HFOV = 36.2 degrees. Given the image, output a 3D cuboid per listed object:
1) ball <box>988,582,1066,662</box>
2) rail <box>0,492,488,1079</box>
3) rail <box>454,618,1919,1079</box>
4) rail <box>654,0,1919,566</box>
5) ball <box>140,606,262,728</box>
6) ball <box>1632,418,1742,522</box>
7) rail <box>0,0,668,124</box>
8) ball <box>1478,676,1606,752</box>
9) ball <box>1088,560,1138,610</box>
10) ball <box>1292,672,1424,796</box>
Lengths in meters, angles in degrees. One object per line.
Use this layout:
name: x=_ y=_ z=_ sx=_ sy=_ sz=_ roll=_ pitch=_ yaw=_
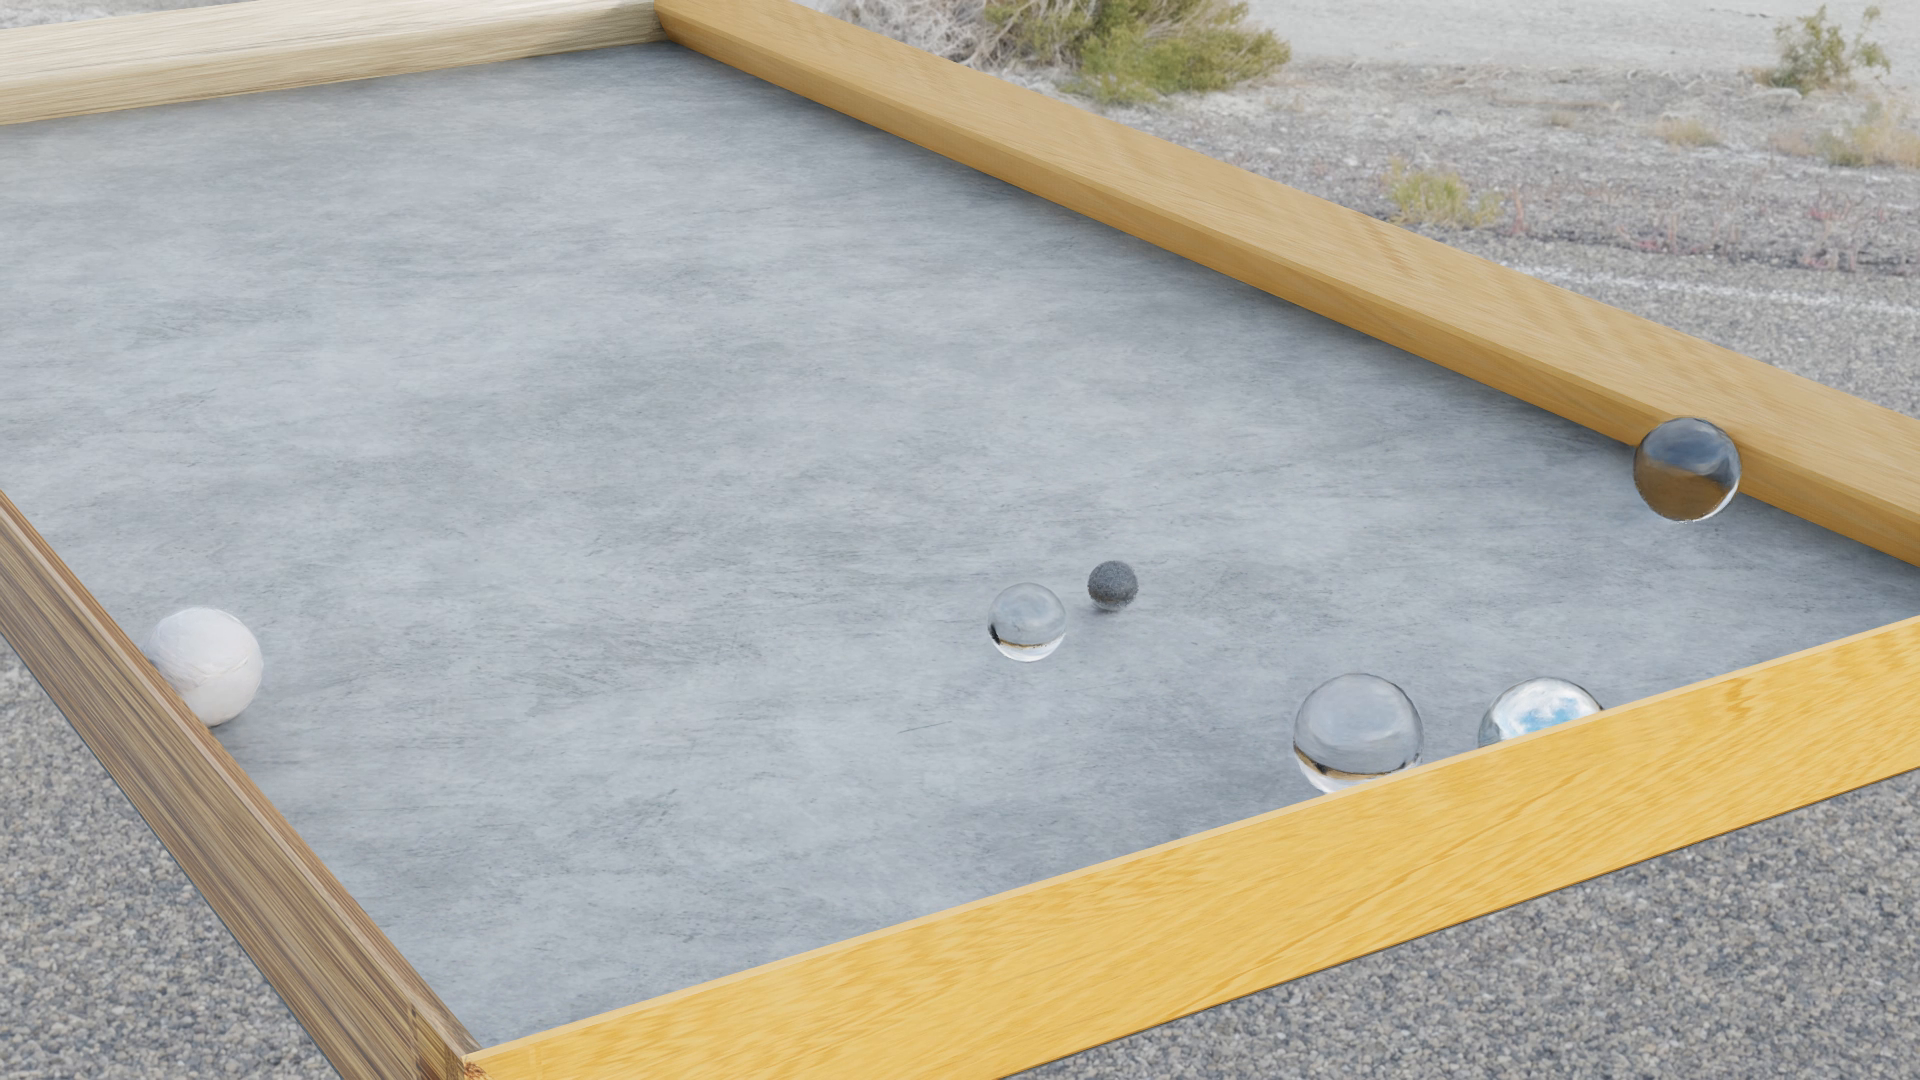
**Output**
ball: x=0.052 y=0.063 z=2.262 sx=0.061 sy=0.061 sz=0.061 roll=0 pitch=22 yaw=0
rail: x=-0.914 y=-0.098 z=2.574 sx=0.045 sy=0.122 sz=2.594 roll=-13 pitch=26 yaw=-29
rail: x=0.327 y=0.179 z=1.896 sx=1.397 sy=0.122 sz=0.045 roll=-13 pitch=26 yaw=-29
rail: x=0.236 y=-0.365 z=3.228 sx=0.045 sy=0.122 sz=2.594 roll=-13 pitch=26 yaw=-29
ball: x=-0.556 y=0.093 z=2.154 sx=0.088 sy=0.088 sz=0.088 roll=0 pitch=22 yaw=0
ball: x=0.624 y=-0.060 z=2.526 sx=0.090 sy=0.090 sz=0.090 roll=0 pitch=22 yaw=0
rail: x=-1.005 y=-0.641 z=3.906 sx=1.397 sy=0.122 sz=0.045 roll=-13 pitch=26 yaw=-29
ball: x=0.404 y=0.141 z=2.028 sx=0.094 sy=0.094 sz=0.094 roll=0 pitch=22 yaw=0
ball: x=0.122 y=0.037 z=2.355 sx=0.040 sy=0.040 sz=0.040 roll=0 pitch=22 yaw=0
ball: x=0.276 y=0.138 z=2.041 sx=0.091 sy=0.091 sz=0.091 roll=0 pitch=22 yaw=0
